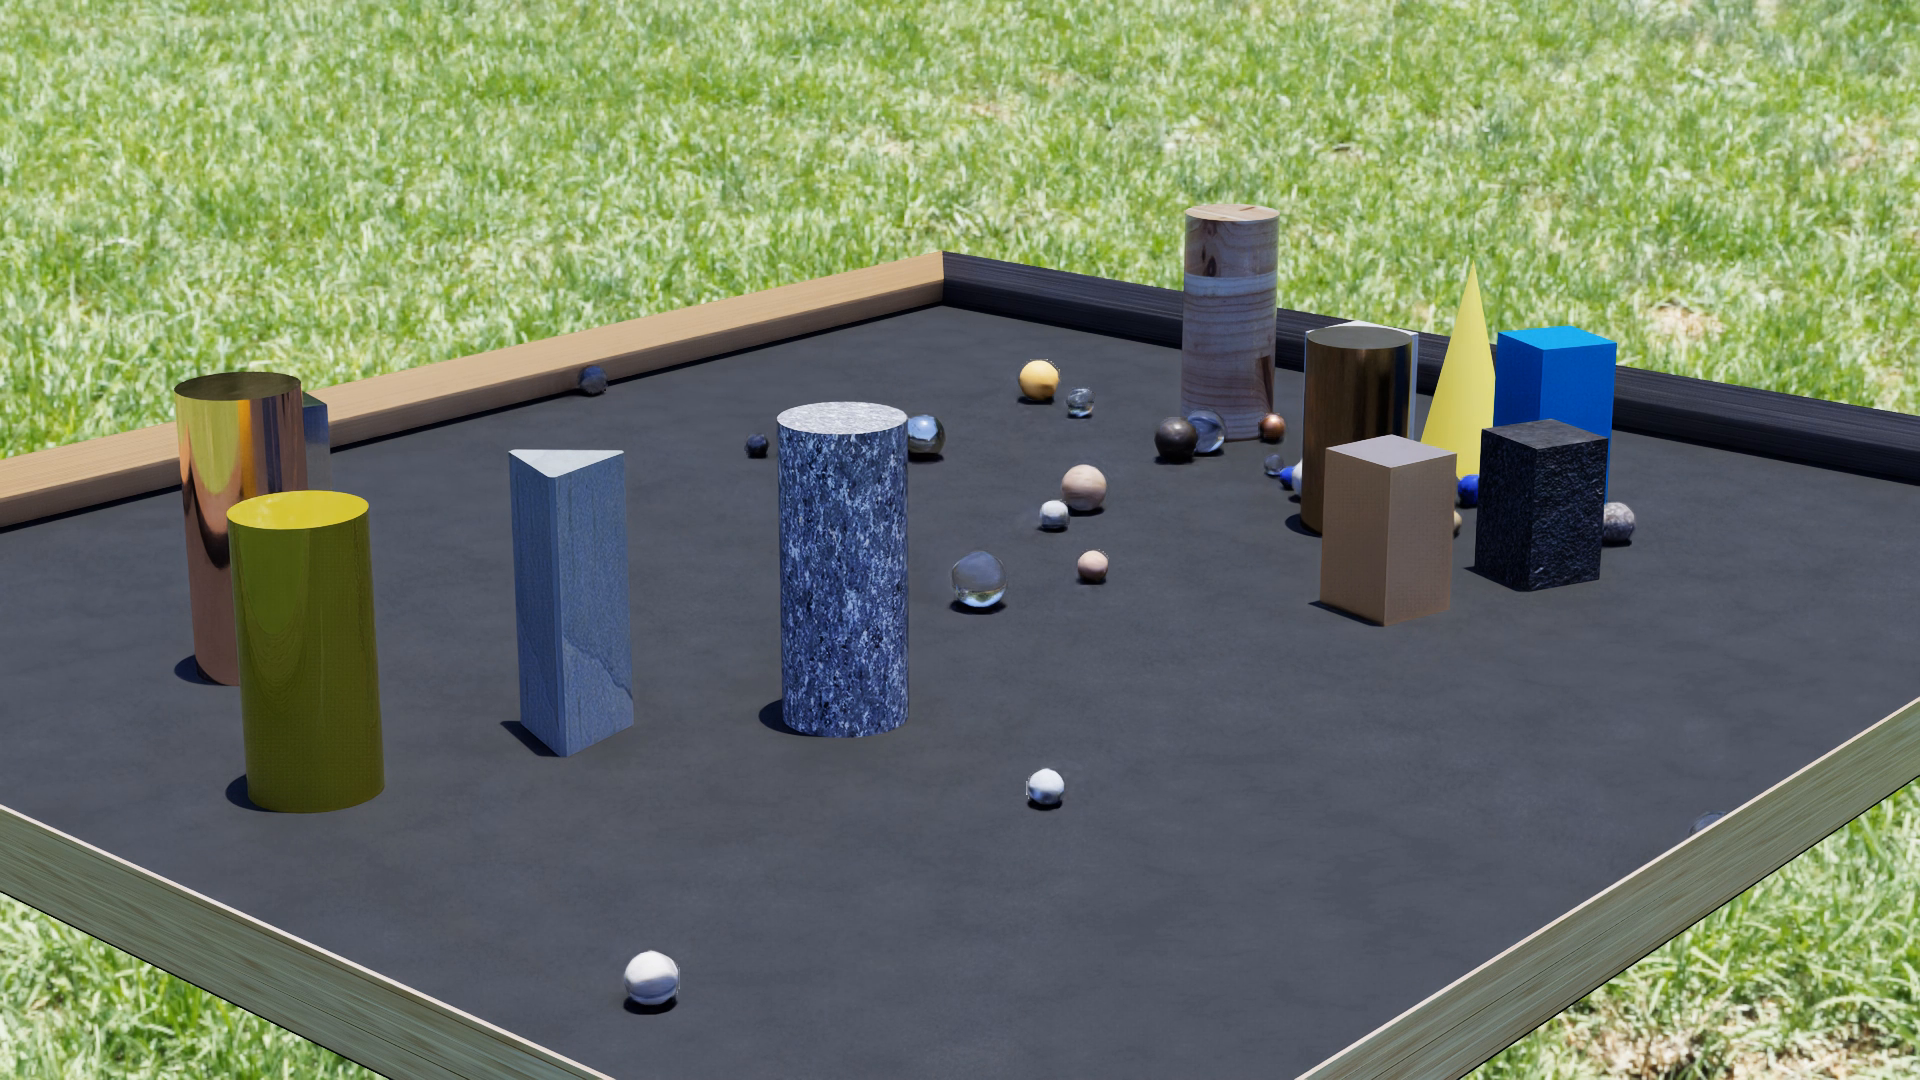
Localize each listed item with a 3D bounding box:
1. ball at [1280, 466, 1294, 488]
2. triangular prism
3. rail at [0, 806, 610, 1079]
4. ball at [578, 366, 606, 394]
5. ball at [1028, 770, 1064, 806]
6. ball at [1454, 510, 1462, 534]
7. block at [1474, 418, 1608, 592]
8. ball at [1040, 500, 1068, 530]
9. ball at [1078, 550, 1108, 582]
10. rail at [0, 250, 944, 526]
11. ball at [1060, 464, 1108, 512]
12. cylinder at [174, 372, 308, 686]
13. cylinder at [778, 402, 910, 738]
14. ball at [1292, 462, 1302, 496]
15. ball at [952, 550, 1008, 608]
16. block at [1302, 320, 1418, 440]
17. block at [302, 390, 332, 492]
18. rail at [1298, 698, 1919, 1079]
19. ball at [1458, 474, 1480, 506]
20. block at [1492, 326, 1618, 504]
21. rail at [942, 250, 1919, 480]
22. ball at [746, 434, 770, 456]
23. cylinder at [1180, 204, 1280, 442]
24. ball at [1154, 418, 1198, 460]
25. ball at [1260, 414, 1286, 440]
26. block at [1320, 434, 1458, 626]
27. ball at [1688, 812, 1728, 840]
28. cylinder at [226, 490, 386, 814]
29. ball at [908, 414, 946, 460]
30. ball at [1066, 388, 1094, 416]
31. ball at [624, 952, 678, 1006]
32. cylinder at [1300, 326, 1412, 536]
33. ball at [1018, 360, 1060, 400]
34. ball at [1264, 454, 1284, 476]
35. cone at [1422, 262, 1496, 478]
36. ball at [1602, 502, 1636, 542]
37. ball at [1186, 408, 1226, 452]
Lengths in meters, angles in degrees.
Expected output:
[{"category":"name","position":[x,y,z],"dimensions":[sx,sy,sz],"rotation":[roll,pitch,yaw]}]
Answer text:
[{"category":"ball","position":[0.652,-0.123,5.783],"dimensions":[0.043,0.043,0.043],"rotation":[0,17,0]},{"category":"triangular prism","position":[-0.610,0.085,4.418],"dimensions":[0.147,0.434,0.170],"rotation":[10,19,30]},{"category":"rail","position":[-1.175,0.422,3.825],"dimensions":[3.273,0.127,0.045],"rotation":[14,22,39]},{"category":"ball","position":[-0.820,-0.356,6.525],"dimensions":[0.062,0.062,0.062],"rotation":[0,17,0]},{"category":"ball","position":[0.123,0.353,4.190],"dimensions":[0.051,0.051,0.051],"rotation":[0,17,0]},{"category":"ball","position":[0.914,-0.033,5.478],"dimensions":[0.048,0.048,0.048],"rotation":[0,17,0]},{"category":"block","position":[1.032,-0.064,5.211],"dimensions":[0.157,0.260,0.157],"rotation":[-9,19,-26]},{"category":"ball","position":[0.177,-0.048,5.513],"dimensions":[0.055,0.055,0.055],"rotation":[0,17,0]},{"category":"ball","position":[0.236,0.046,5.202],"dimensions":[0.055,0.055,0.055],"rotation":[0,17,0]},{"category":"rail","position":[-1.218,-0.273,6.133],"dimensions":[0.045,0.127,3.631],"rotation":[14,22,39]},{"category":"ball","position":[0.238,-0.100,5.628],"dimensions":[0.089,0.089,0.089],"rotation":[0,17,0]},{"category":"cylinder","position":[-1.141,-0.019,4.702],"dimensions":[0.196,0.469,0.196],"rotation":[0,17,0]},{"category":"cylinder","position":[-0.177,0.044,4.479],"dimensions":[0.196,0.476,0.196],"rotation":[0,17,0]},{"category":"ball","position":[0.685,-0.118,5.698],"dimensions":[0.083,0.083,0.083],"rotation":[0,17,0]},{"category":"ball","position":[0.034,0.068,5.055],"dimensions":[0.098,0.098,0.098],"rotation":[0,17,0]},{"category":"block","position":[0.794,-0.269,5.830],"dimensions":[0.157,0.295,0.157],"rotation":[-14,22,-39]},{"category":"block","position":[-1.207,-0.084,5.159],"dimensions":[0.157,0.330,0.157],"rotation":[-11,20,-31]},{"category":"rail","position":[1.218,0.337,4.108],"dimensions":[0.045,0.127,3.631],"rotation":[14,22,39]},{"category":"ball","position":[0.992,-0.097,5.665],"dimensions":[0.062,0.062,0.062],"rotation":[0,17,0]},{"category":"block","position":[1.102,-0.197,5.465],"dimensions":[0.157,0.369,0.157],"rotation":[-6,18,-20]},{"category":"rail","position":[1.175,-0.359,6.416],"dimensions":[3.273,0.127,0.045],"rotation":[14,22,39]},{"category":"ball","position":[-0.415,-0.196,6.016],"dimensions":[0.048,0.048,0.048],"rotation":[0,17,0]},{"category":"cylinder","position":[0.566,-0.457,6.157],"dimensions":[0.196,0.467,0.196],"rotation":[0,17,0]},{"category":"ball","position":[0.441,-0.205,5.980],"dimensions":[0.087,0.087,0.087],"rotation":[0,17,0]},{"category":"ball","position":[0.655,-0.235,6.133],"dimensions":[0.054,0.054,0.054],"rotation":[0,17,0]},{"category":"block","position":[0.733,-0.018,5.028],"dimensions":[0.157,0.279,0.157],"rotation":[-12,21,-35]},{"category":"ball","position":[1.026,0.406,3.976],"dimensions":[0.073,0.073,0.073],"rotation":[0,17,0]},{"category":"cylinder","position":[-0.934,0.158,4.195],"dimensions":[0.196,0.421,0.196],"rotation":[0,17,0]},{"category":"ball","position":[-0.075,-0.211,5.991],"dimensions":[0.092,0.092,0.092],"rotation":[0,17,0]},{"category":"ball","position":[0.260,-0.298,6.333],"dimensions":[0.062,0.062,0.062],"rotation":[0,17,0]},{"category":"ball","position":[-0.375,0.533,3.567],"dimensions":[0.066,0.066,0.066],"rotation":[0,17,0]},{"category":"cylinder","position":[0.741,-0.203,5.493],"dimensions":[0.196,0.363,0.196],"rotation":[0,17,0]},{"category":"ball","position":[0.174,-0.352,6.462],"dimensions":[0.089,0.089,0.089],"rotation":[0,17,0]},{"category":"ball","position":[0.630,-0.150,5.876],"dimensions":[0.042,0.042,0.042],"rotation":[0,17,0]},{"category":"cone","position":[1.022,-0.355,5.893],"dimensions":[0.196,0.424,0.196],"rotation":[0,17,0]},{"category":"ball","position":[1.212,-0.033,5.429],"dimensions":[0.075,0.075,0.075],"rotation":[0,17,0]},{"category":"ball","position":[0.503,-0.225,6.040],"dimensions":[0.091,0.091,0.091],"rotation":[0,17,0]}]
